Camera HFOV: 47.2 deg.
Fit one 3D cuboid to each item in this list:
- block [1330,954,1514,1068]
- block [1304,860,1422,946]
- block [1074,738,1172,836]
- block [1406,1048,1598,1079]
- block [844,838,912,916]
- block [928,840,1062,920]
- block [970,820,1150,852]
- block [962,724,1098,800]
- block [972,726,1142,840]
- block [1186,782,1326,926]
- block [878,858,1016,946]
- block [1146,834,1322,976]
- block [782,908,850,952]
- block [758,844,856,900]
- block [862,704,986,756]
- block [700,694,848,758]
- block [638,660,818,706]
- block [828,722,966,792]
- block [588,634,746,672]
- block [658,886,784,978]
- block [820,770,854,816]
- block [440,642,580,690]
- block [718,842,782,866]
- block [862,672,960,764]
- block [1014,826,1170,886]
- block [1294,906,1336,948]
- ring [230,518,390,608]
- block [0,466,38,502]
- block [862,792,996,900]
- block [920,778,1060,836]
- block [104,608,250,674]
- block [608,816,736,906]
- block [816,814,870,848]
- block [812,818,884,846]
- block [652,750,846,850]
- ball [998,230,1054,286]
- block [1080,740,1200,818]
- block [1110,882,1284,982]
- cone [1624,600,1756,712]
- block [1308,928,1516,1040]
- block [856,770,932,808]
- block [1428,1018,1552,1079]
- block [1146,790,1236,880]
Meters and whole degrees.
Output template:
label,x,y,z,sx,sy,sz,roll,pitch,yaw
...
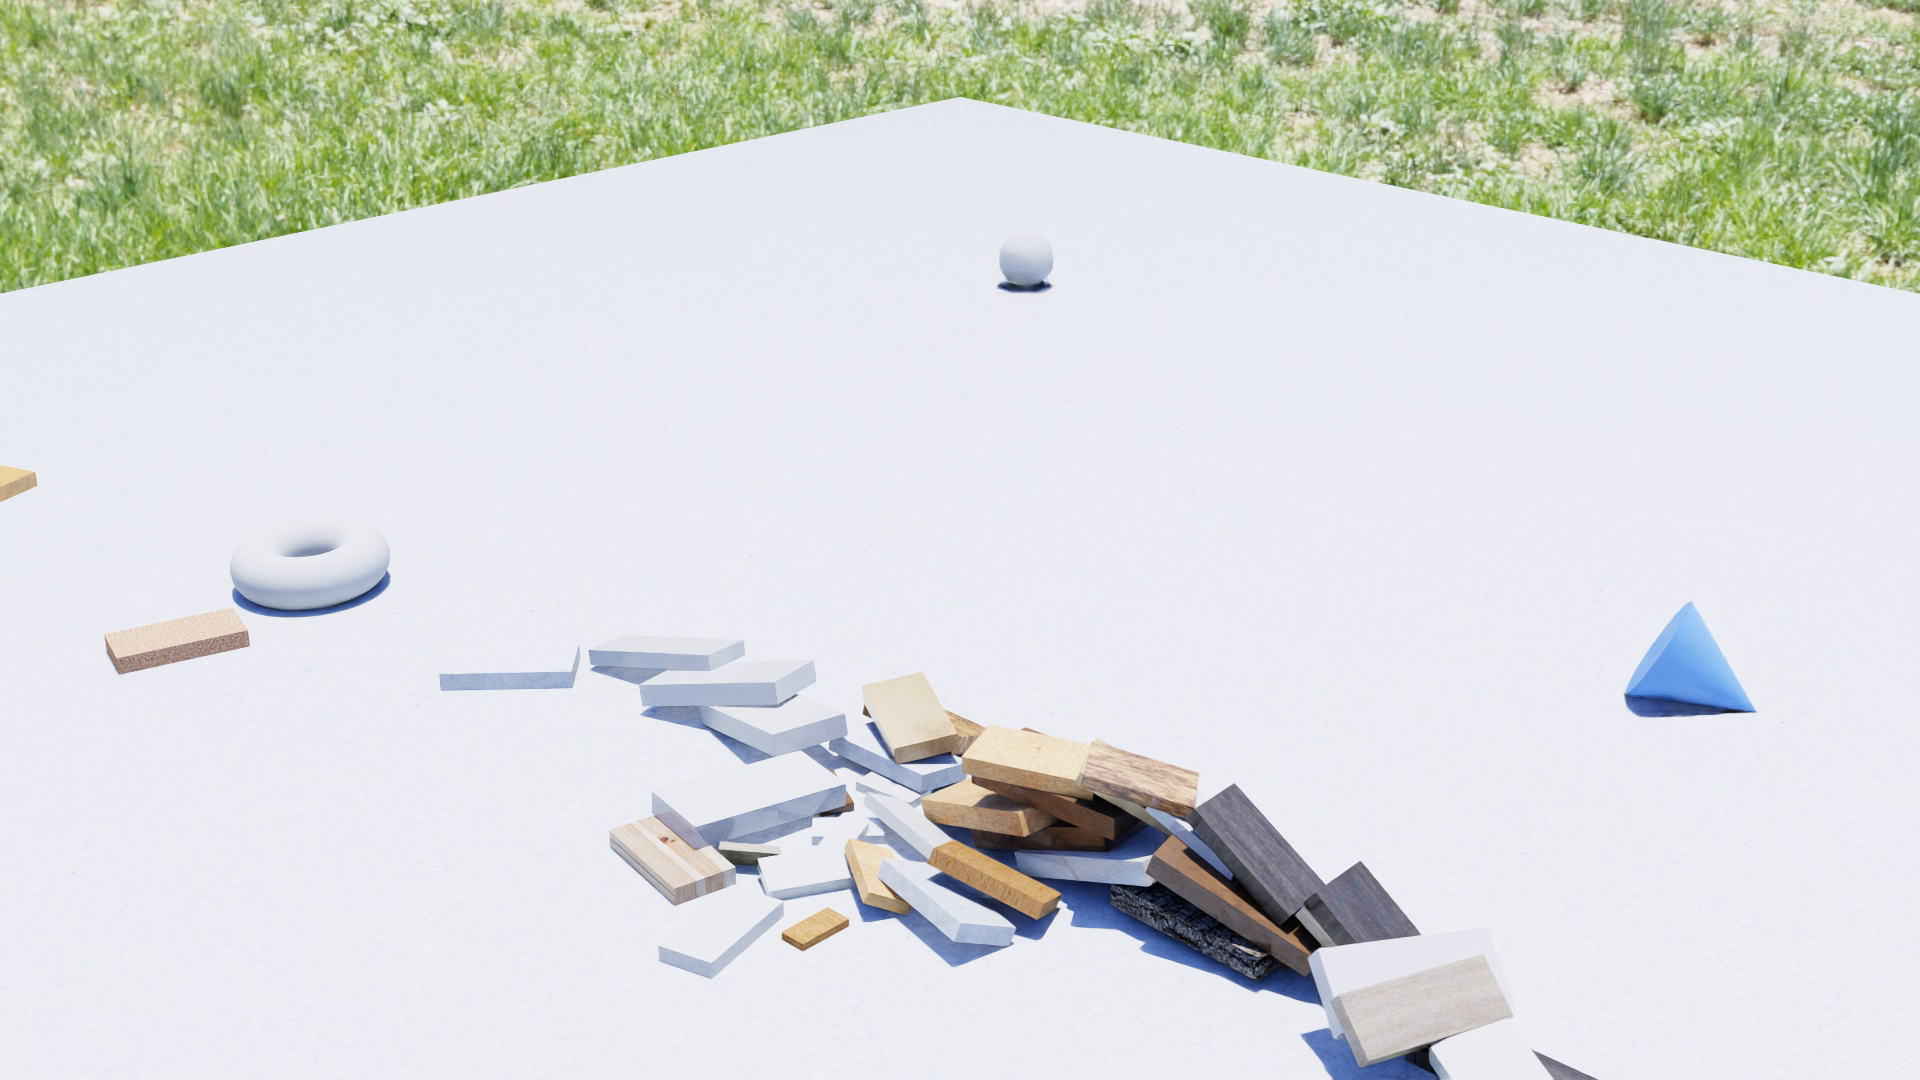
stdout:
label,x,y,z,sx,sy,sz,roll,pitch,yaw
block,0.771,0.782,3.661,0.300,0.033,0.117,-9,61,-25
block,0.738,0.707,3.815,0.144,0.041,0.288,-23,68,-43
block,0.323,0.457,4.073,0.207,0.029,0.103,29,41,2
block,0.987,0.910,3.569,0.530,0.035,0.125,20,30,38
block,-0.156,0.637,4.167,0.092,0.026,0.184,20,19,-23
block,0.065,0.632,4.103,0.233,0.033,0.117,25,8,17
block,0.201,0.547,4.260,0.337,0.048,0.169,-6,12,44
block,0.152,0.421,4.173,0.265,0.037,0.132,9,27,22
block,0.206,0.460,4.186,0.338,0.048,0.169,18,31,36
block,0.530,0.560,3.928,0.125,0.035,0.250,-24,66,-44
block,-0.027,0.669,4.071,0.132,0.037,0.265,13,11,-38
block,0.520,0.631,3.949,0.337,0.048,0.168,31,37,19
block,-0.266,0.717,4.051,0.058,0.016,0.116,20,30,39
block,-0.286,0.635,4.206,0.184,0.026,0.092,-7,37,-17
block,-0.065,0.395,4.727,0.275,0.039,0.137,20,14,41
block,-0.403,0.382,4.708,0.174,0.049,0.347,-14,15,-30
block,-0.510,0.314,4.832,0.347,0.049,0.174,-3,12,26
block,-0.130,0.452,4.612,0.275,0.039,0.137,20,20,40
block,-0.668,0.256,5.003,0.351,0.037,0.130,1,13,32
block,-0.436,0.716,4.031,0.117,0.033,0.233,12,26,27
block,-0.272,0.519,4.511,0.072,0.020,0.143,-8,24,-18
block,-1.027,0.289,5.026,0.296,0.042,0.148,-1,23,-2
block,-0.403,0.609,4.251,0.116,0.058,0.016,3,53,8
block,-0.107,0.373,4.637,0.137,0.039,0.274,-12,28,-12
block,0.282,0.591,4.164,0.168,0.048,0.337,-22,11,-41
block,0.712,0.715,3.847,0.250,0.035,0.125,48,44,13
ring,-1.616,0.054,5.472,0.385,0.128,0.385,-1,24,0
block,-2.730,-0.167,6.101,0.296,0.042,0.148,10,25,22
block,-0.047,0.594,4.277,0.092,0.026,0.406,16,9,-38
block,0.087,0.516,4.324,0.169,0.048,0.338,-19,9,-33
block,-1.834,0.235,5.154,0.296,0.042,0.148,-13,26,-28
block,-0.559,0.614,4.265,0.132,0.037,0.265,-16,28,-32
block,-0.232,0.587,4.316,0.058,0.016,0.116,17,41,21
block,-0.222,0.578,4.372,0.143,0.020,0.072,-1,23,-1
block,-0.421,0.517,4.403,0.347,0.049,0.174,-12,26,-34
ball,0.238,-1.008,7.879,0.201,0.201,0.201,0,23,0
block,0.330,0.438,4.016,0.207,0.029,0.103,17,34,2
block,0.459,0.682,4.023,0.337,0.048,0.168,22,31,38
cone,1.660,0.310,4.884,0.254,0.254,0.254,35,32,10
block,0.766,0.749,3.728,0.337,0.041,0.144,-3,59,-22
block,-0.137,0.513,4.525,0.143,0.020,0.072,17,28,34
block,0.882,0.897,3.523,0.144,0.041,0.288,-16,32,-10
block,0.449,0.525,3.998,0.207,0.029,0.103,38,40,27
